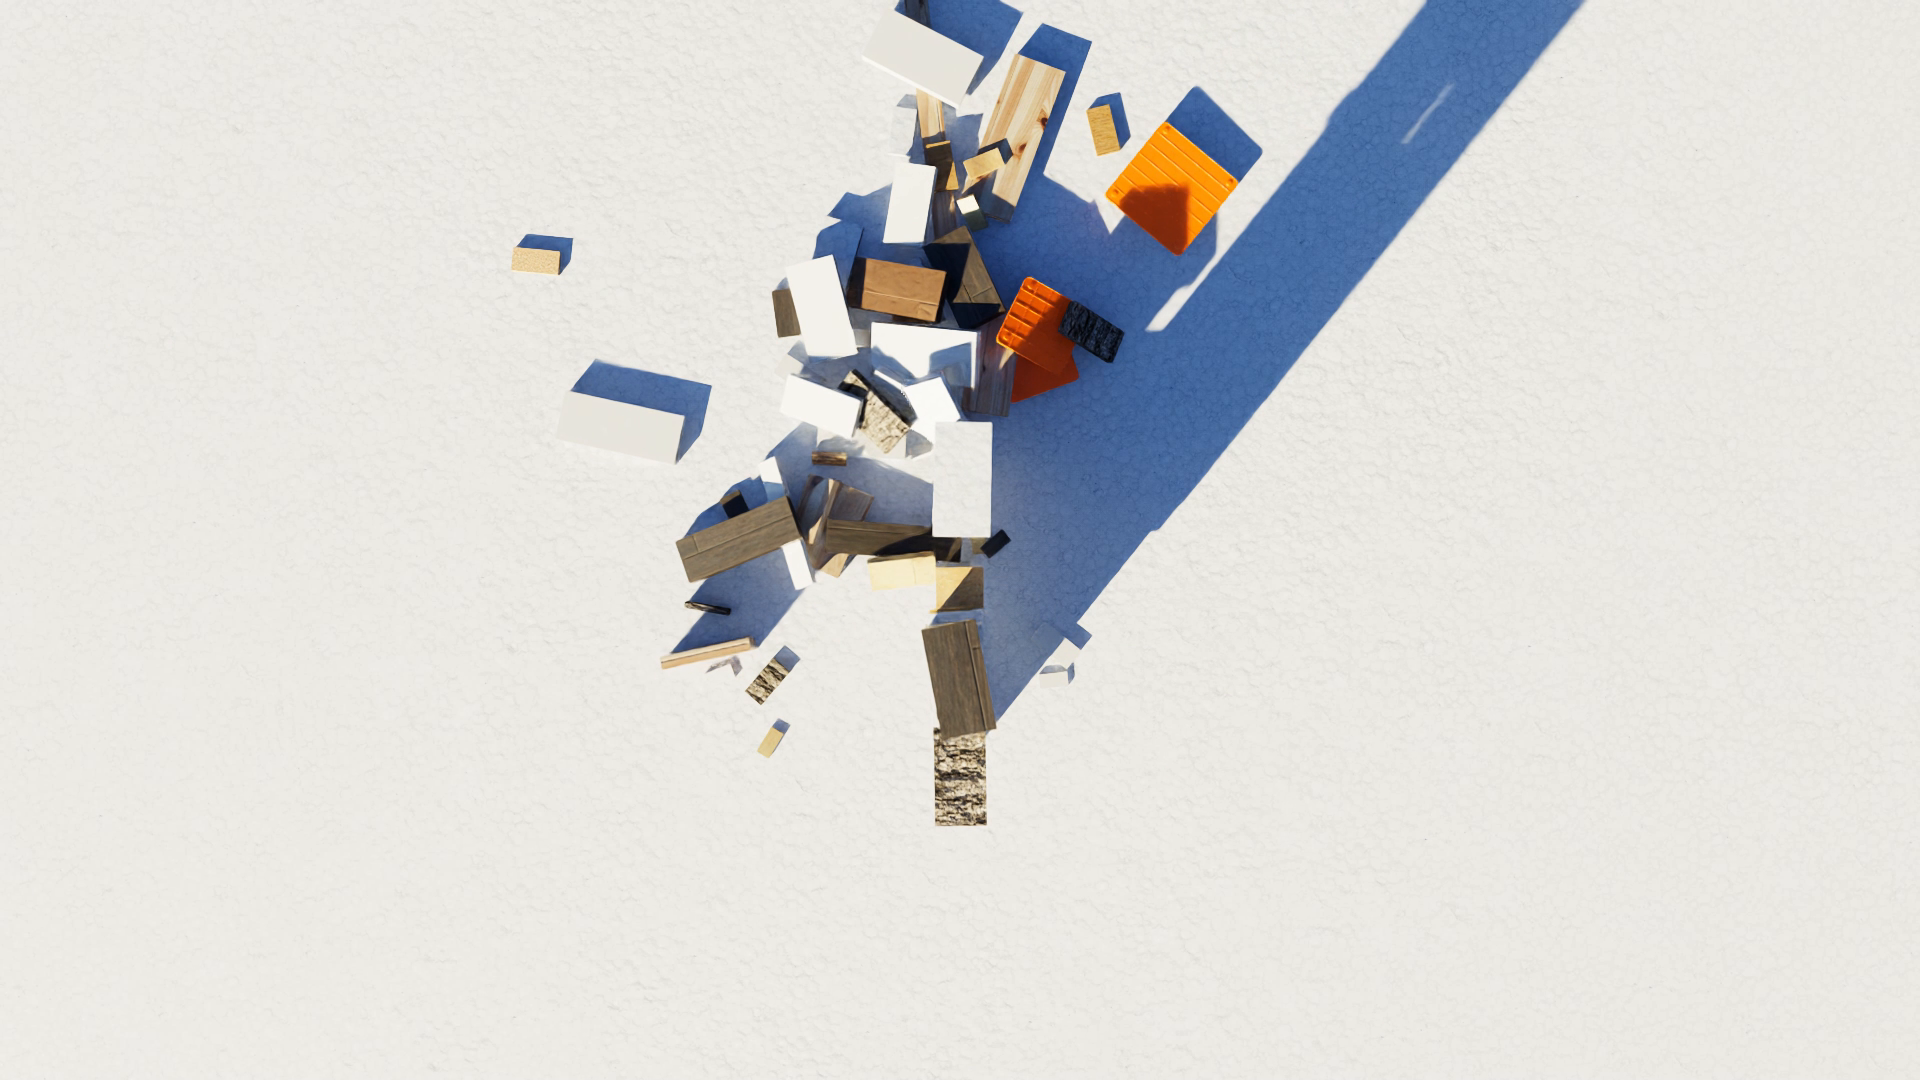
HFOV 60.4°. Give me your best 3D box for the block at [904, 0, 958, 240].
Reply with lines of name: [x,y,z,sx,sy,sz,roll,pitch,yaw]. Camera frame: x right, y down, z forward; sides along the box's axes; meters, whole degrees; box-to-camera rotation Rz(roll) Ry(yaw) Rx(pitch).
block: [-0.117,-1.568,5.489,0.078,0.022,1.275,-7,90,0]

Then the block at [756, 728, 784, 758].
block: [-0.632,0.674,5.493,0.048,0.014,0.095,31,90,0]

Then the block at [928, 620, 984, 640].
block: [-0.010,0.223,4.024,0.131,0.262,0.037,-3,90,0]

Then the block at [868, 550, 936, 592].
block: [-0.189,0.103,5.456,0.221,0.031,0.110,-7,123,1]

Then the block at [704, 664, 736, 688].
block: [-0.800,0.451,5.493,0.095,0.014,0.048,-21,90,0]

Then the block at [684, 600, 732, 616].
block: [-0.836,0.226,5.464,0.145,0.072,0.021,10,90,0]

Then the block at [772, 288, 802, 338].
block: [-0.577,-0.754,5.489,0.078,0.022,0.157,-8,90,0]

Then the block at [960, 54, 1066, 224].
block: [0.173,-1.331,5.475,0.180,0.051,0.528,20,90,0]

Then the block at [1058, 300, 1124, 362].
block: [0.432,-0.684,5.422,0.224,0.032,0.112,27,80,-30]

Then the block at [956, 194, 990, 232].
block: [0.043,-1.080,5.451,0.061,0.017,0.121,-13,122,25]

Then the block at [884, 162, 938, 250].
block: [-0.163,-1.106,5.457,0.134,0.038,0.268,11,95,12]

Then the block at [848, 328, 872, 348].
block: [-0.328,-0.666,5.446,0.016,0.113,0.056,-10,90,26]

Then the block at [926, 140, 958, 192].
block: [-0.058,-1.237,5.467,0.078,0.022,0.157,-11,90,0]

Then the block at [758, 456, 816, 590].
block: [-0.571,-0.056,5.443,0.078,0.022,0.439,-22,82,35]

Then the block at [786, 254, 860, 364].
block: [-0.453,-0.759,5.441,0.164,0.047,0.329,-13,98,9]

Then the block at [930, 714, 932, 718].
block: [-0.002,0.490,4.978,0.167,0.335,0.047,-2,90,0]

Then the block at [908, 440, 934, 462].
block: [-0.123,-0.299,5.482,0.092,0.013,0.046,-21,56,0]

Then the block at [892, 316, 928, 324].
block: [-0.164,-0.747,5.440,0.121,0.017,0.061,8,95,21]

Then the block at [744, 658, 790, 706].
block: [-0.641,0.471,5.490,0.072,0.021,0.145,41,90,0]

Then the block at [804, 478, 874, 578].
block: [-0.413,-0.038,5.479,0.148,0.042,0.295,24,90,0]

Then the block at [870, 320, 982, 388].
block: [-0.114,-0.610,5.400,0.359,0.051,0.180,8,107,17]

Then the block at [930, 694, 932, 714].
block: [-0.006,0.417,4.341,0.143,0.285,0.040,-5,90,0]

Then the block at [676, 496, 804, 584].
block: [-0.726,0.000,5.429,0.412,0.042,0.148,-22,82,11]

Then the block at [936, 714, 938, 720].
block: [0.009,0.399,4.026,0.131,0.262,0.037,-4,92,0]

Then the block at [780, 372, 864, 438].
block: [-0.455,-0.443,5.427,0.266,0.038,0.133,21,111,14]

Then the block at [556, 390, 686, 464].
block: [-1.125,-0.372,5.477,0.401,0.047,0.164,12,91,0]

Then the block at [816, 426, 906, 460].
block: [-0.326,-0.331,5.484,0.293,0.032,0.112,3,90,0]

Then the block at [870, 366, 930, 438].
block: [-0.178,-0.453,5.443,0.268,0.038,0.134,30,129,0]

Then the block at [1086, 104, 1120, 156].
block: [0.476,-1.362,5.489,0.078,0.022,0.156,-14,90,0]

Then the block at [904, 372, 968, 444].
block: [-0.066,-0.417,5.369,0.133,0.038,0.266,-14,125,22]

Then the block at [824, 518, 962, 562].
block: [-0.219,0.002,5.457,0.450,0.031,0.110,4,92,-6]
